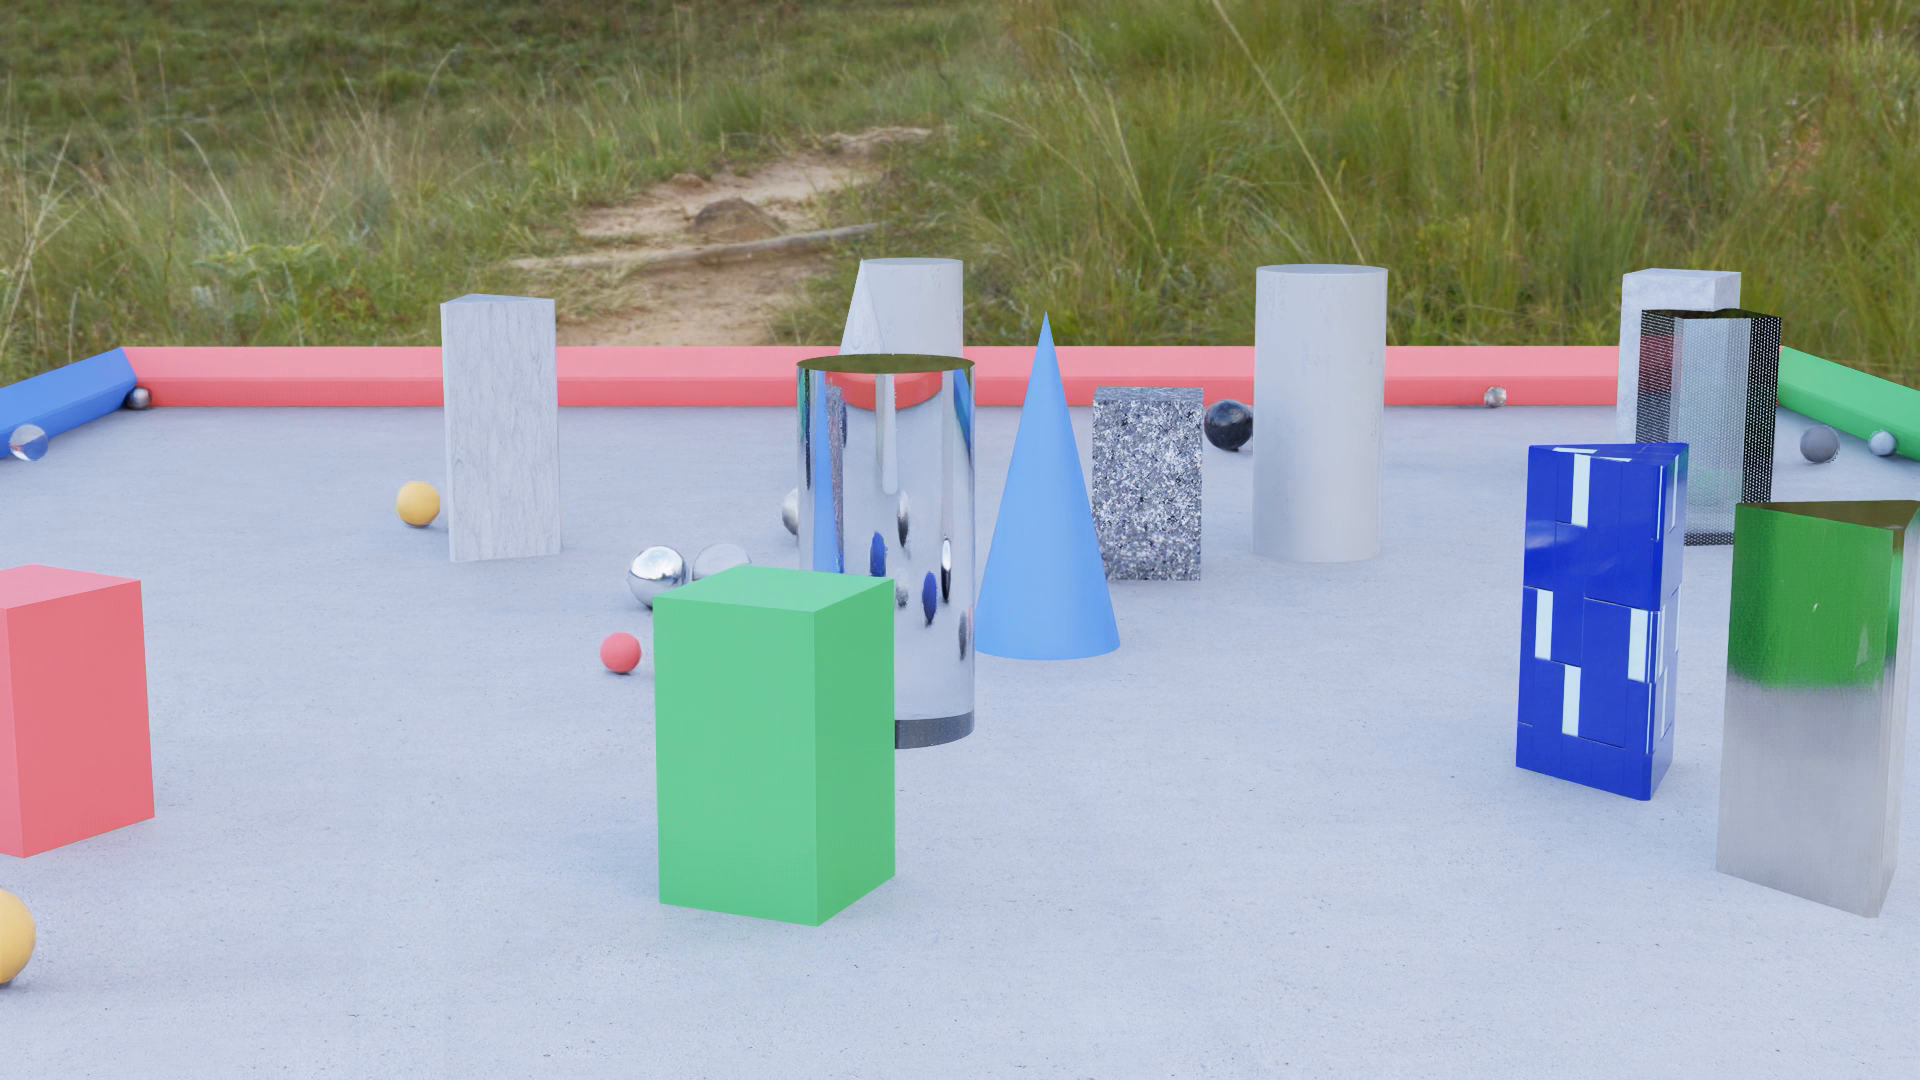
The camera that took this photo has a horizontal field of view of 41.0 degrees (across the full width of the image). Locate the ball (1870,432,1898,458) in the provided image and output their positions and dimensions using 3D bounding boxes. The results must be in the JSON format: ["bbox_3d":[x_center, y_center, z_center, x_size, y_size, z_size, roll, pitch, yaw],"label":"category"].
[{"bbox_3d":[1.732,-0.179,4.809,0.048,0.048,0.048,0,11,0],"label":"ball"}]

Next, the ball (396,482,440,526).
[{"bbox_3d":[-0.864,-0.057,4.089,0.071,0.071,0.071,0,11,0],"label":"ball"}]

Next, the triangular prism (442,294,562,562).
[{"bbox_3d":[-0.708,-0.174,3.867,0.168,0.382,0.146,-5,12,-25],"label":"triangular prism"}]

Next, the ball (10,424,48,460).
[{"bbox_3d":[-1.728,-0.180,4.763,0.067,0.067,0.067,0,11,0],"label":"ball"}]

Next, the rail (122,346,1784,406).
[{"bbox_3d":[-0.012,-0.349,5.504,3.577,0.126,0.045,0,11,0],"label":"rail"}]

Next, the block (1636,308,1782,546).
[{"bbox_3d":[1.154,-0.177,3.977,0.156,0.348,0.156,-2,11,-9],"label":"block"}]

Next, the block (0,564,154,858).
[{"bbox_3d":[-0.895,0.160,2.466,0.156,0.237,0.156,6,12,31],"label":"block"}]

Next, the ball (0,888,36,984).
[{"bbox_3d":[-0.780,0.317,2.047,0.081,0.081,0.081,0,11,0],"label":"ball"}]

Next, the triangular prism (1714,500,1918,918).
[{"bbox_3d":[0.800,0.139,2.293,0.146,0.340,0.168,-7,13,-35],"label":"triangular prism"}]

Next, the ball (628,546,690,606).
[{"bbox_3d":[-0.408,0.049,3.477,0.085,0.085,0.085,0,11,0],"label":"ball"}]

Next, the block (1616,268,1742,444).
[{"bbox_3d":[1.228,-0.269,4.395,0.156,0.376,0.156,7,12,32],"label":"block"}]

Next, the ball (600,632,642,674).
[{"bbox_3d":[-0.410,0.137,3.105,0.050,0.050,0.050,0,11,0],"label":"ball"}]

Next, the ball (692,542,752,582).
[{"bbox_3d":[-0.323,0.045,3.501,0.084,0.084,0.084,0,11,0],"label":"ball"}]

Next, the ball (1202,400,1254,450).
[{"bbox_3d":[0.512,-0.220,4.893,0.097,0.097,0.097,0,11,0],"label":"ball"}]

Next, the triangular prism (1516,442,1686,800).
[{"bbox_3d":[0.694,0.074,2.646,0.146,0.339,0.168,-8,13,-36],"label":"triangular prism"}]

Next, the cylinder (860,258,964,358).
[{"bbox_3d":[-0.091,-0.346,4.855,0.194,0.360,0.194,0,11,0],"label":"cylinder"}]

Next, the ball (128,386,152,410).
[{"bbox_3d":[-1.748,-0.303,5.475,0.048,0.048,0.048,0,11,0],"label":"ball"}]

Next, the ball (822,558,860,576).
[{"bbox_3d":[-0.165,0.053,3.542,0.055,0.055,0.055,0,11,0],"label":"ball"}]

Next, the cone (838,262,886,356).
[{"bbox_3d":[-0.171,-0.301,4.523,0.194,0.392,0.194,0,11,0],"label":"cone"}]

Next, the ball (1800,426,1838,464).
[{"bbox_3d":[1.585,-0.176,4.738,0.067,0.067,0.067,0,11,0],"label":"ball"}]

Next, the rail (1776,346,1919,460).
[{"bbox_3d":[1.765,0.031,3.459,0.045,0.126,4.227,0,11,0],"label":"rail"}]

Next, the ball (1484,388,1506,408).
[{"bbox_3d":[1.145,-0.305,5.493,0.045,0.045,0.045,0,11,0],"label":"ball"}]

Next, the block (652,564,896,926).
[{"bbox_3d":[-0.162,0.177,2.269,0.156,0.275,0.156,5,11,24],"label":"block"}]

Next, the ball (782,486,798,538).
[{"bbox_3d":[-0.234,-0.043,3.973,0.086,0.086,0.086,0,11,0],"label":"ball"}]

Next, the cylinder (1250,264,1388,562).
[{"bbox_3d":[0.538,-0.194,3.853,0.194,0.426,0.194,0,11,0],"label":"cylinder"}]

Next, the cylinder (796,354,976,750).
[{"bbox_3d":[-0.080,0.008,2.819,0.194,0.406,0.194,0,11,0],"label":"cylinder"}]

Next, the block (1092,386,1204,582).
[{"bbox_3d":[0.273,-0.084,3.720,0.156,0.258,0.156,1,11,5],"label":"block"}]

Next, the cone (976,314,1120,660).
[{"bbox_3d":[0.107,-0.078,3.231,0.194,0.424,0.194,0,11,0],"label":"cone"}]

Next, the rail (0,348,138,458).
[{"bbox_3d":[-1.765,0.034,3.439,0.045,0.126,4.227,0,11,0],"label":"rail"}]

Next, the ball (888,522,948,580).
[{"bbox_3d":[-0.060,0.016,3.662,0.084,0.084,0.084,0,11,0],"label":"ball"}]
